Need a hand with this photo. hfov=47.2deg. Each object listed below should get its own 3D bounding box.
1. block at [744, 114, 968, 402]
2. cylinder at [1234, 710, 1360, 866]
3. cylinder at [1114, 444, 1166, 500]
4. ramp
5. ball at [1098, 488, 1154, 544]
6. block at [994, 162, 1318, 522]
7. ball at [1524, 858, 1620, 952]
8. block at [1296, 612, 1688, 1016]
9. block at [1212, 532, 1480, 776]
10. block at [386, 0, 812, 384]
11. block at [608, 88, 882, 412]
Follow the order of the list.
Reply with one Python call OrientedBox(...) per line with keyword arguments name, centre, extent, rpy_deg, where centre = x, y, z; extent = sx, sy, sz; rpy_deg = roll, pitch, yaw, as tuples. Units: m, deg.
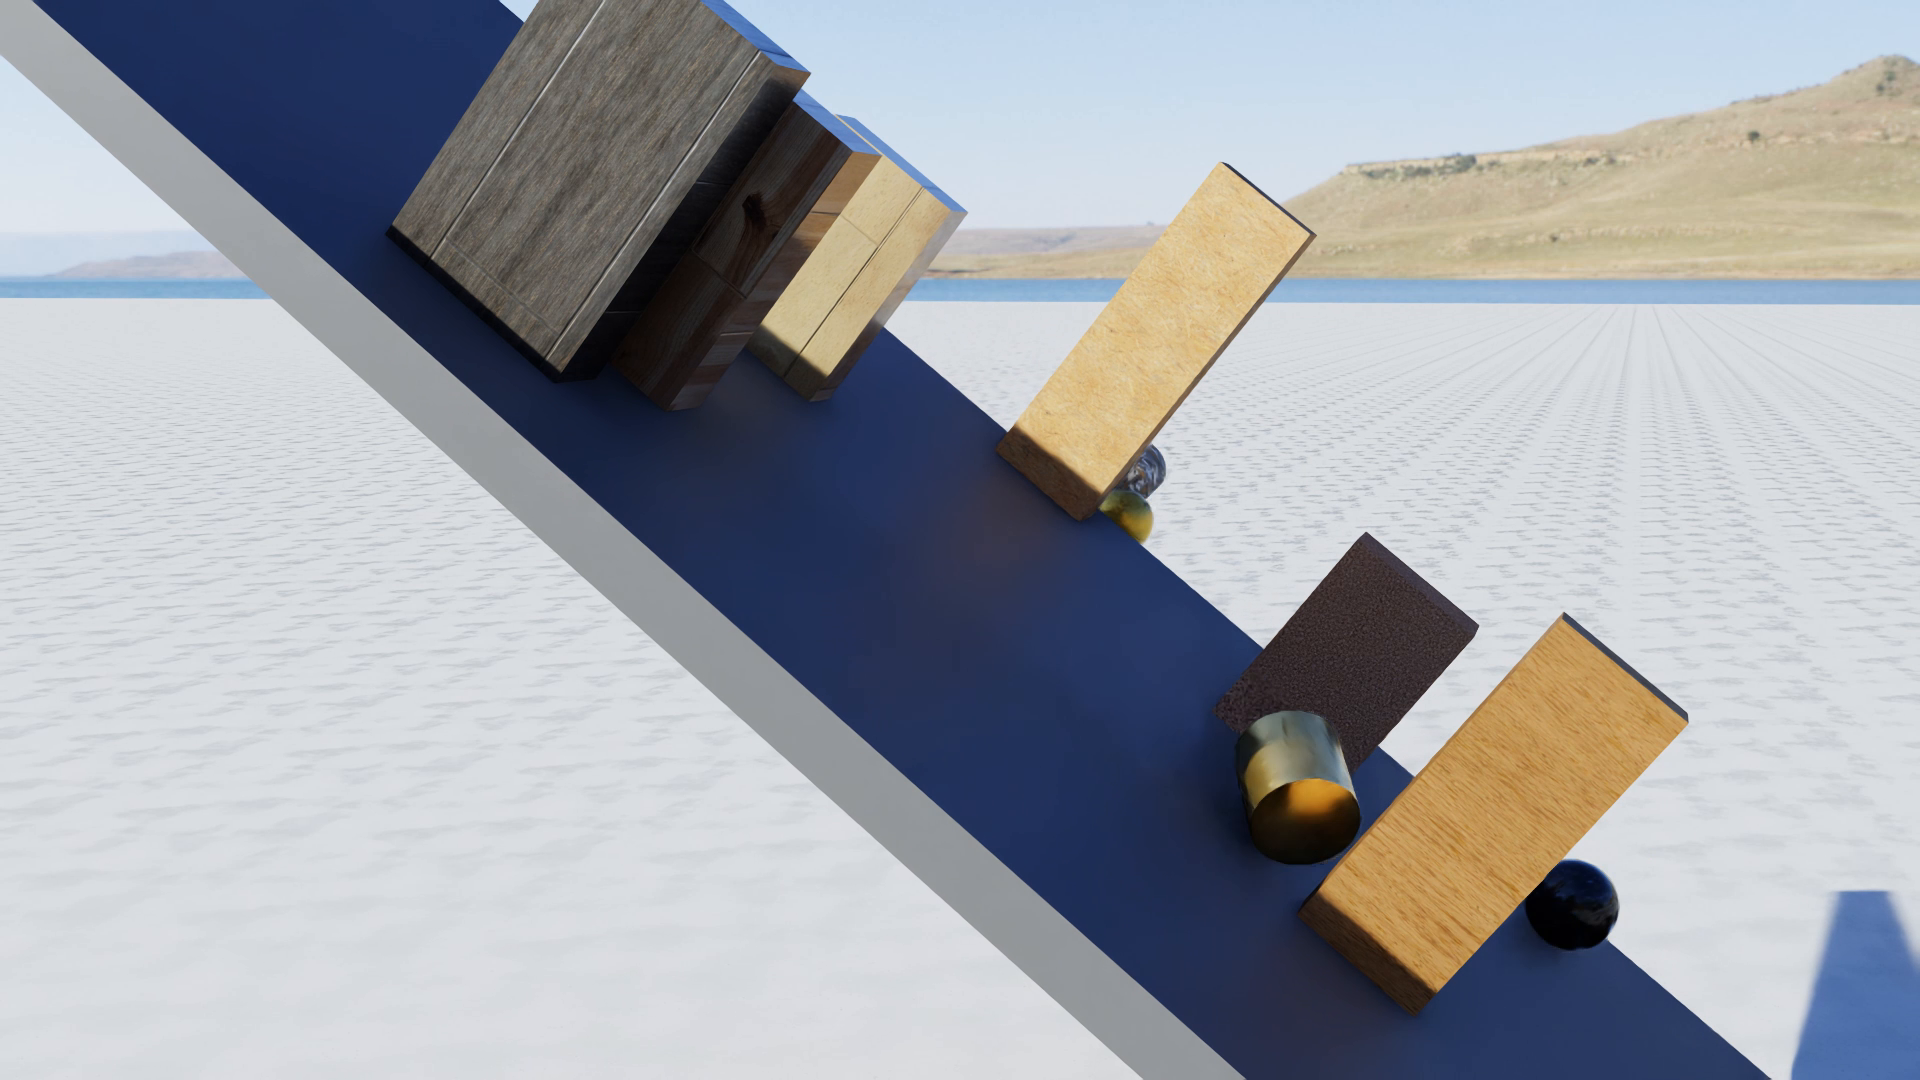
OrientedBox(name="block", centre=(-0.246, -0.538, 4.221), extent=(0.293, 0.460, 0.111), rpy_deg=(41, 16, 9))
OrientedBox(name="cylinder", centre=(0.578, 0.425, 3.784), extent=(0.189, 0.189, 0.189), rpy_deg=(0, 33, -3))
OrientedBox(name="cylinder", centre=(0.404, -0.153, 5.230), extent=(0.137, 0.137, 0.137), rpy_deg=(3, 21, 23))
OrientedBox(name="ramp", centre=(-0.020, 0.072, 4.049), extent=(4.000, 0.100, 2.000), rpy_deg=(41, 16, 9))
OrientedBox(name="ball", centre=(0.373, -0.046, 5.061), extent=(0.146, 0.146, 0.146), rpy_deg=(0, 7, 0))
OrientedBox(name="block", centre=(0.416, -0.421, 4.735), extent=(0.246, 0.787, 0.105), rpy_deg=(41, 16, 9))
OrientedBox(name="ball", centre=(1.230, 0.733, 4.420), extent=(0.184, 0.184, 0.184), rpy_deg=(0, 7, 0))
OrientedBox(name="block", centre=(0.851, 0.444, 3.540), extent=(0.248, 0.651, 0.086), rpy_deg=(41, 16, 9))
OrientedBox(name="block", centre=(0.741, 0.247, 4.232), extent=(0.281, 0.439, 0.141), rpy_deg=(41, 16, 9))
OrientedBox(name="block", centre=(-0.568, -0.600, 3.426), extent=(0.371, 0.607, 0.142), rpy_deg=(41, 16, 9))
OrientedBox(name="block", centre=(-0.444, -0.541, 3.659), extent=(0.366, 0.536, 0.141), rpy_deg=(41, 16, 9))
